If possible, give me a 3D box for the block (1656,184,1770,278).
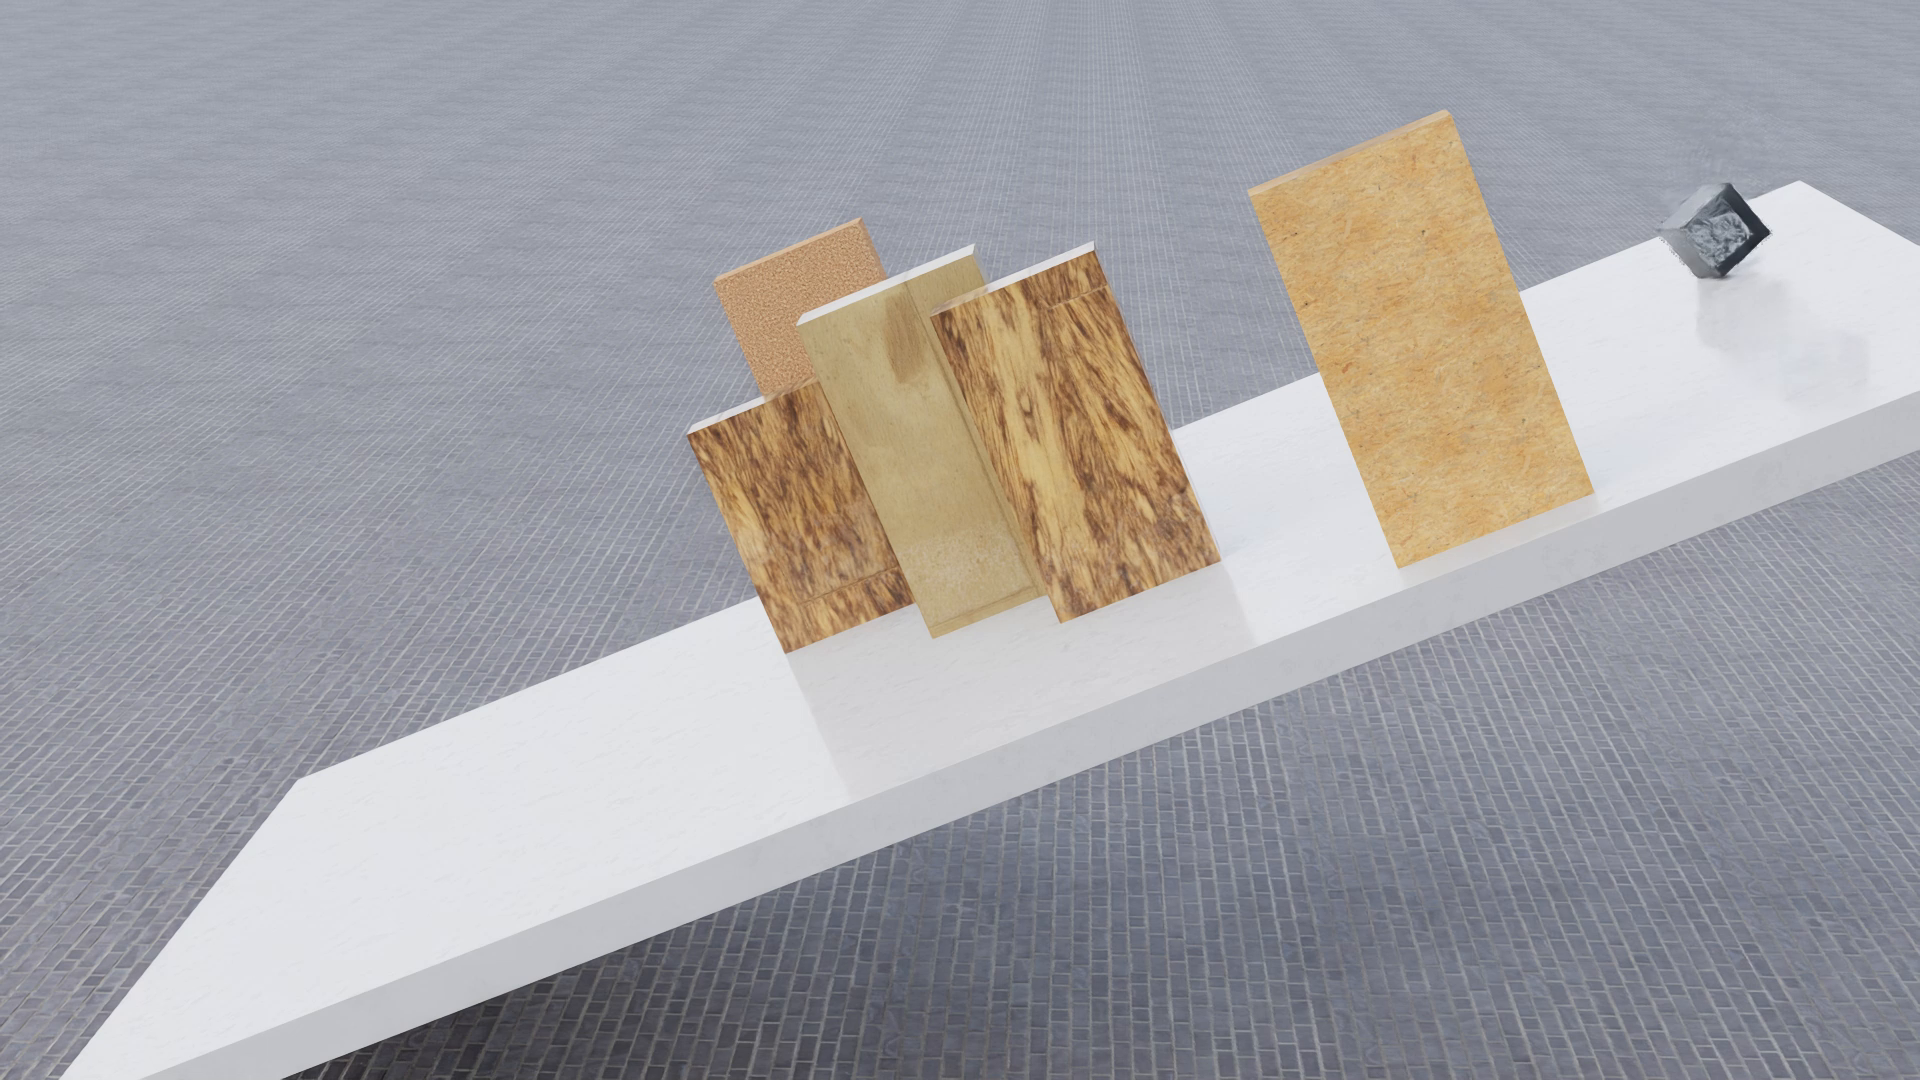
[{"bbox_3d":[1.640,-0.673,6.404,0.143,0.143,0.143,-43,9,-3],"label":"block"}]

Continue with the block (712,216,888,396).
[{"bbox_3d":[-0.253,-0.329,7.003,0.373,0.789,0.097,-22,12,8],"label":"block"}]

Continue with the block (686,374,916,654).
[{"bbox_3d":[-0.346,-0.062,6.615,0.333,0.547,0.112,-22,12,8],"label":"block"}]

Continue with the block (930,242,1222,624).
[{"bbox_3d":[0.234,-0.213,5.890,0.349,0.677,0.121,-22,12,8],"label":"block"}]

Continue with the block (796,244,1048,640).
[{"bbox_3d":[-0.013,-0.206,6.194,0.397,0.726,0.144,-22,12,8],"label":"block"}]

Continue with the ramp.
[{"bbox_3d":[0.127,0.172,6.288,4.000,0.100,2.000,-22,12,8],"label":"ramp"}]

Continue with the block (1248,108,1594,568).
[{"bbox_3d":[0.828,-0.356,5.277,0.376,0.733,0.091,-22,12,8],"label":"block"}]
